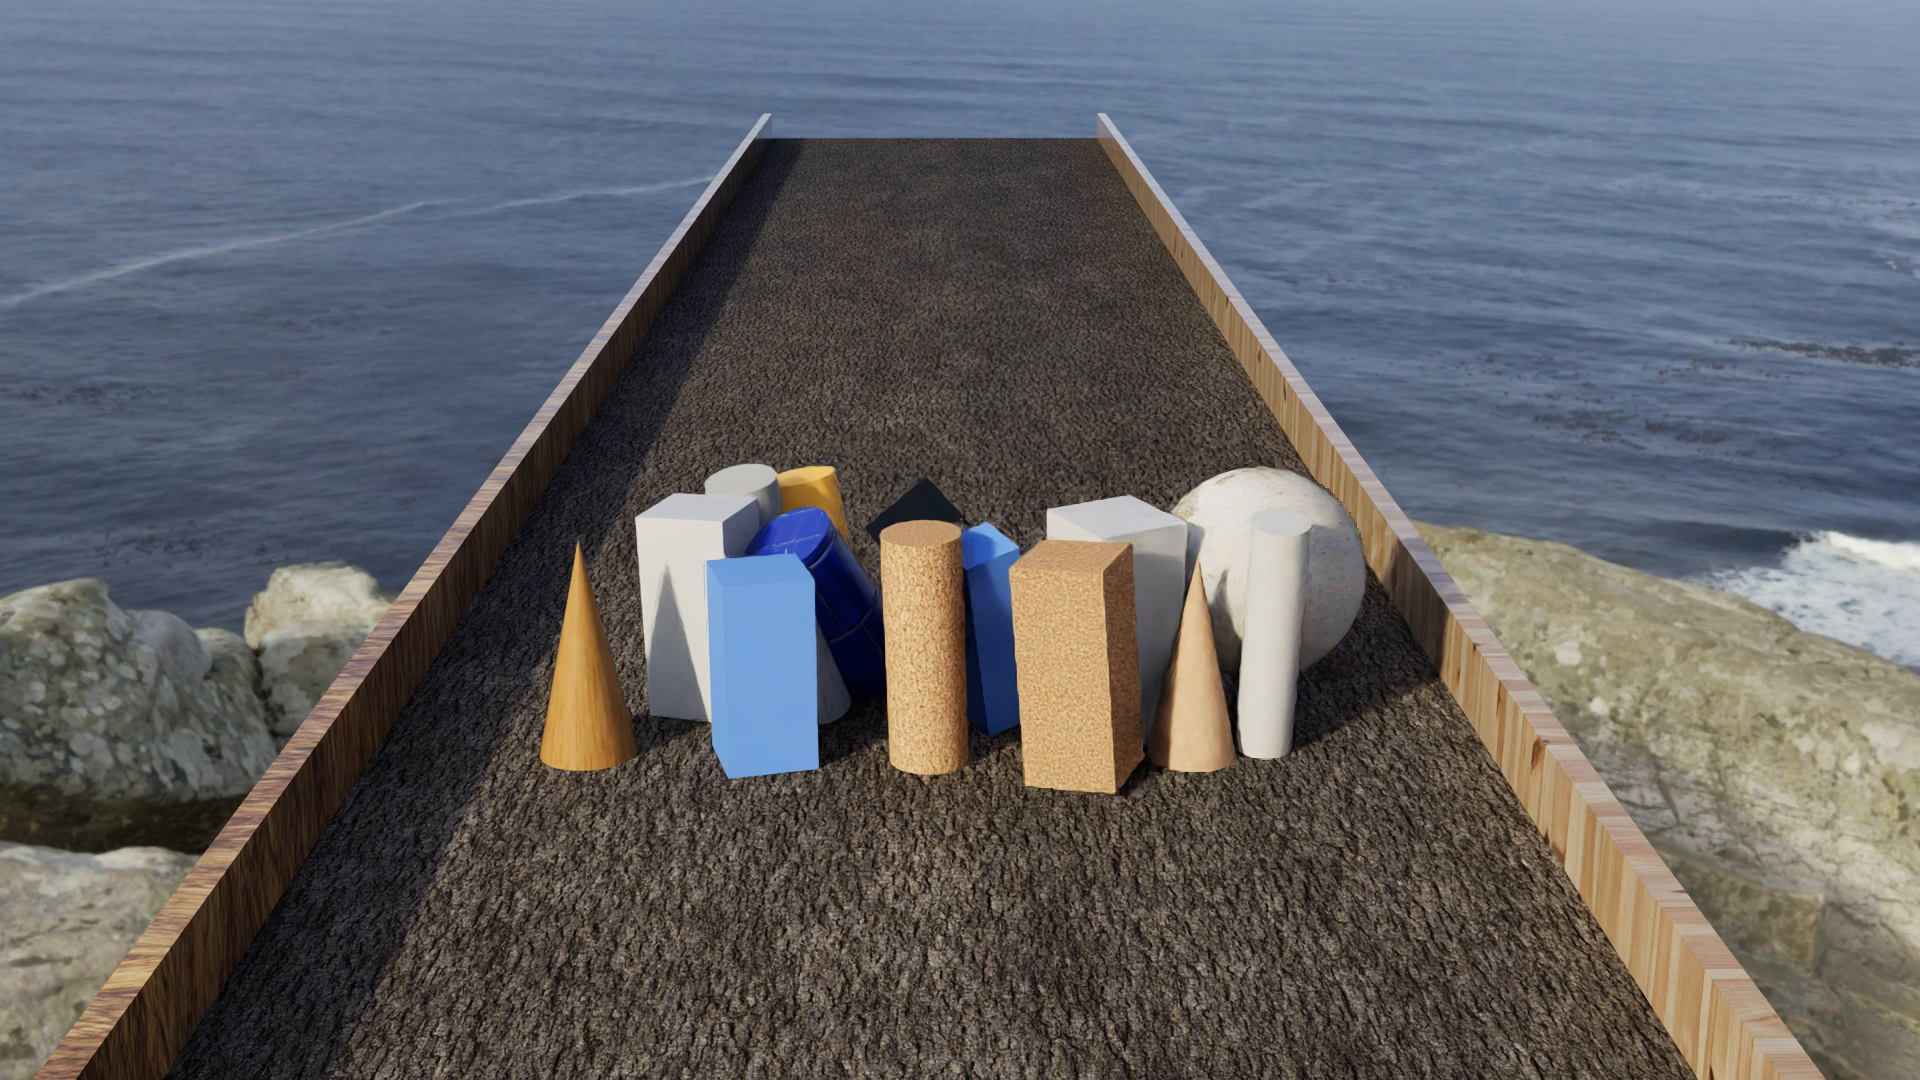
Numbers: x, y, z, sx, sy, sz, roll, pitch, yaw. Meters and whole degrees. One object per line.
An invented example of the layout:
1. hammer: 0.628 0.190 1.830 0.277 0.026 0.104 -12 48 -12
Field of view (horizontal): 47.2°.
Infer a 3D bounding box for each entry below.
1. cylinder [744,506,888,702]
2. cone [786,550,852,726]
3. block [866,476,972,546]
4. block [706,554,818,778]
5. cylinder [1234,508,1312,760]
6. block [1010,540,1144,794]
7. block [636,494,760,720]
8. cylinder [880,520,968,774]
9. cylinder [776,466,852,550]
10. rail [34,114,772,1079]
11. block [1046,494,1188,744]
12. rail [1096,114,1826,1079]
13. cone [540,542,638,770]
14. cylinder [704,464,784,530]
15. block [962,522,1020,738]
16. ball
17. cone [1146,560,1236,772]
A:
1. cylinder: -0.241 0.123 4.134 0.179 0.347 0.179 -22 35 16
2. cone: -0.286 0.162 4.013 0.119 0.362 0.119 -6 34 4
3. block: 0.017 0.098 4.090 0.148 0.441 0.148 -40 42 -2
4. block: -0.348 0.219 3.874 0.160 0.350 0.160 -5 17 -16
5. cylinder: 0.547 0.168 3.856 0.103 0.447 0.103 0 27 0
6. block: 0.204 0.215 3.781 0.164 0.396 0.164 2 18 22
7. block: -0.479 0.124 4.122 0.172 0.385 0.172 3 17 17
8. cylinder: -0.061 0.187 3.844 0.141 0.422 0.141 -2 19 1
9. cylinder: -0.290 0.036 4.458 0.148 0.346 0.148 -11 15 3
10. rail: -1.118 -0.838 7.780 0.050 0.150 12.000 0 17 -1
11. block: 0.276 0.151 3.978 0.180 0.411 0.180 -10 22 -28
12. rail: 0.932 -0.844 7.801 0.050 0.150 12.000 0 17 -1
13. cone: -0.666 0.189 3.891 0.176 0.398 0.176 0 17 0
14. cylinder: -0.402 0.053 4.343 0.142 0.382 0.142 -6 26 3
15. block: 0.051 0.164 3.969 0.108 0.374 0.108 -23 37 -22
16. ball: 0.553 0.061 4.080 0.394 0.394 0.394 0 17 0
17. cone: 0.413 0.204 3.876 0.162 0.375 0.162 0 18 0
